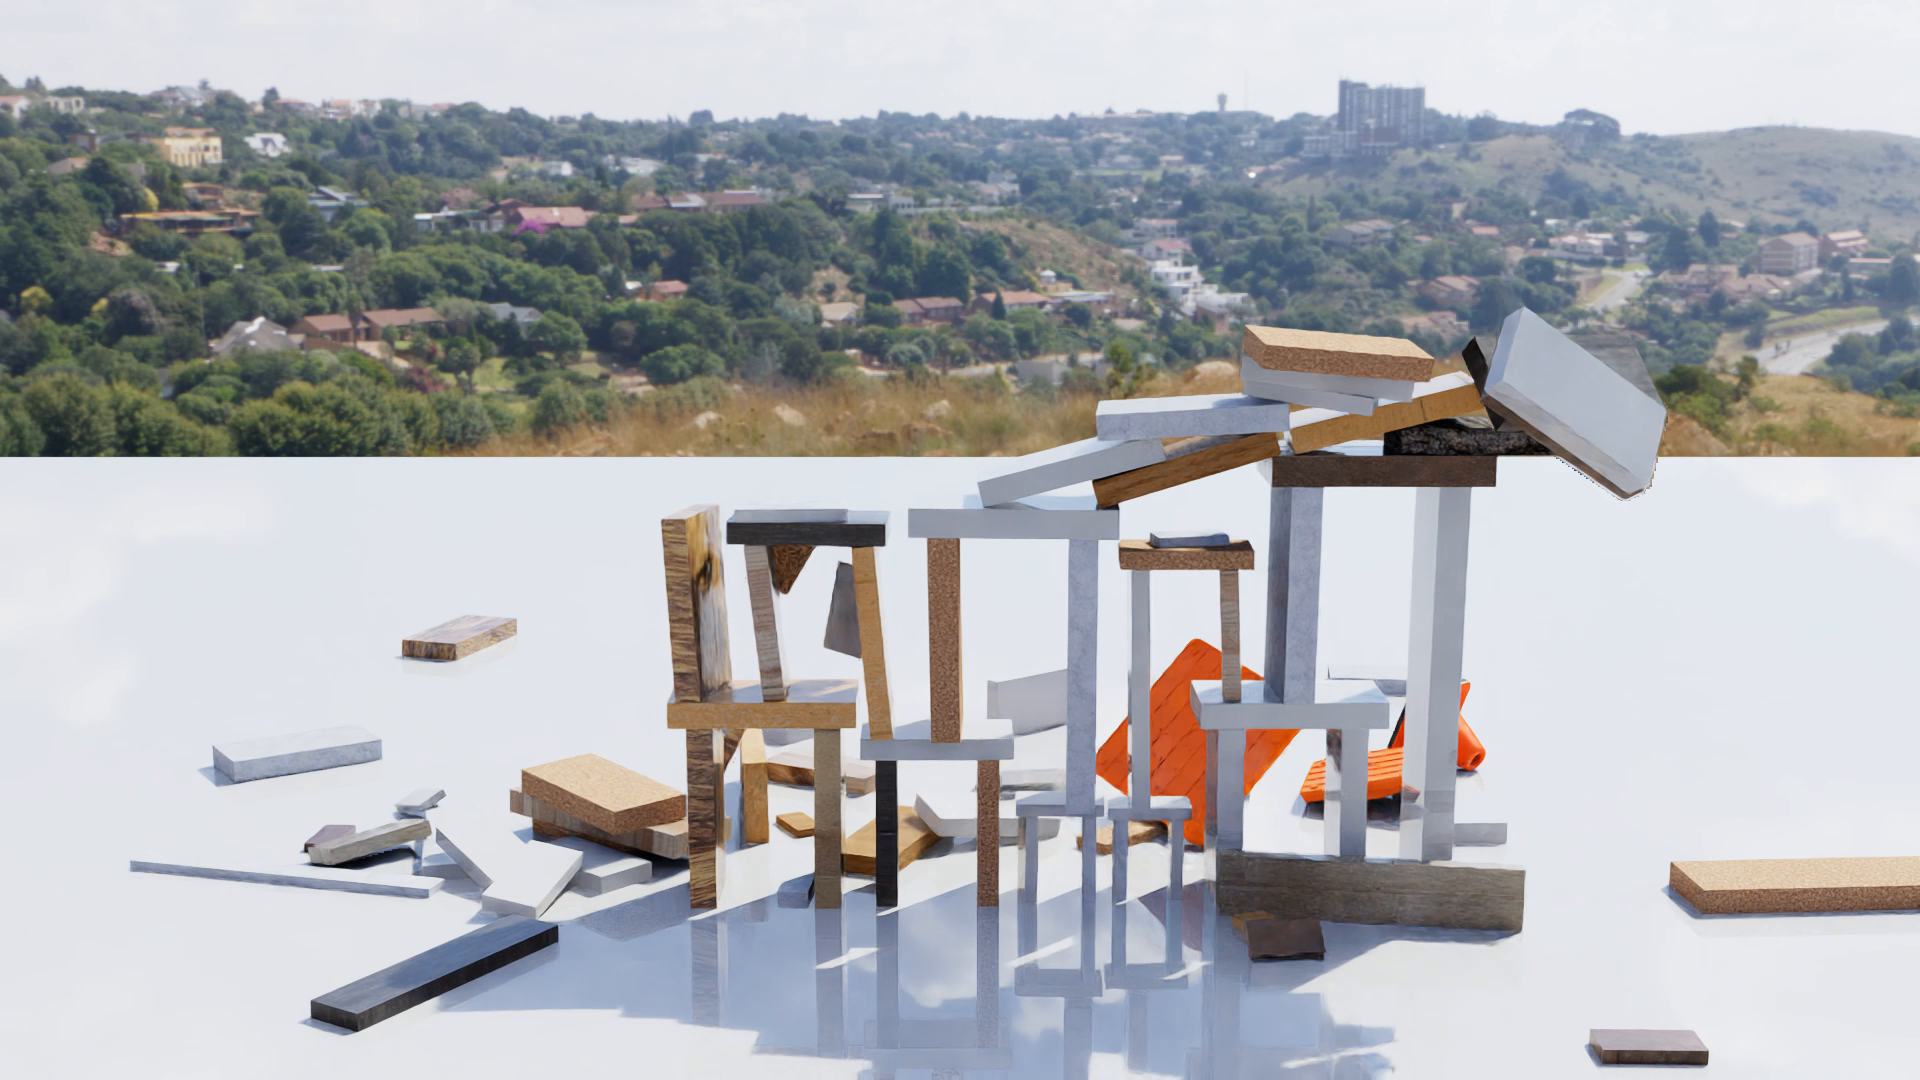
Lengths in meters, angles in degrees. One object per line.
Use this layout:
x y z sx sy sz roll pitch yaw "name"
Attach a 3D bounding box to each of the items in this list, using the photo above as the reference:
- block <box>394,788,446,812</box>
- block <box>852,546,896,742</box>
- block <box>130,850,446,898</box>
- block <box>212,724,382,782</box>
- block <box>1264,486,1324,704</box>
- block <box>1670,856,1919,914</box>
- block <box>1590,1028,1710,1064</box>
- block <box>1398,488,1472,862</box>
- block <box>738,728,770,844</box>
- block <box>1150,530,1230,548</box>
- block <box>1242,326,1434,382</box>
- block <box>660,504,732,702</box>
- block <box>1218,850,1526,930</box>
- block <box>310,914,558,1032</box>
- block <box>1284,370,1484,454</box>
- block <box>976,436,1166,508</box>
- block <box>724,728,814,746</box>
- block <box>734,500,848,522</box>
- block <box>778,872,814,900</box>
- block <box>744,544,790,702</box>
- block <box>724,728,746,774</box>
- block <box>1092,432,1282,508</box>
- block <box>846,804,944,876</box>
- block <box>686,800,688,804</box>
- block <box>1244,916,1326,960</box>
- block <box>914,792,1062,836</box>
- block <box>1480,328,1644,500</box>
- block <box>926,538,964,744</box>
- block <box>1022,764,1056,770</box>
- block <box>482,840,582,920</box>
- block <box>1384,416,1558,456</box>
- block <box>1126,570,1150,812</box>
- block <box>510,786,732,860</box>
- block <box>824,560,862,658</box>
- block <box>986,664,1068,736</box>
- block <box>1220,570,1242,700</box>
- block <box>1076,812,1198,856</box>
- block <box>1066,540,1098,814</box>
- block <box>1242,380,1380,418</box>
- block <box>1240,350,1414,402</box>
-1.002 0.483 4.083 0.054 0.015 0.109 -37 18 -35 "block"
-0.140 0.156 3.578 0.036 0.318 0.127 -5 10 1 "block"
-1.148 0.568 3.744 0.569 0.015 0.054 3 11 15 "block"
-1.333 0.427 4.428 0.296 0.042 0.148 -7 12 -33 "block"
0.541 0.074 3.574 0.050 0.353 0.176 0 11 -3 "block"
1.518 0.571 3.660 0.633 0.041 0.145 -1 11 -4 "block"
0.949 0.698 3.031 0.143 0.020 0.072 0 11 1 "block"
0.777 0.245 3.610 0.050 0.700 0.176 1 11 0 "block"
-0.387 0.432 4.110 0.042 0.148 0.398 -2 11 -7 "block"
0.372 -0.002 3.573 0.117 0.017 0.058 -2 11 -10 "block"
0.578 -0.286 3.377 0.264 0.037 0.132 4 18 -8 "block"
-0.428 0.100 3.585 0.042 0.297 0.149 -1 10 15 "block"
0.660 0.563 3.537 0.480 0.100 0.028 2 9 9 "block"
-0.780 0.645 3.301 0.095 0.027 0.417 6 12 31 "block"
0.670 -0.204 3.513 0.301 0.043 0.150 -14 10 5 "block"
0.178 -0.122 3.531 0.297 0.042 0.149 -14 10 5 "block"
-0.409 0.385 4.677 0.246 0.035 0.123 9 14 41 "block"
-0.271 -0.045 3.529 0.178 0.021 0.075 0 11 -4 "block"
-0.273 0.579 3.686 0.051 0.014 0.102 1 11 4 "block"
-0.314 0.122 3.583 0.036 0.254 0.127 -6 11 0 "block"
-0.432 0.403 3.980 0.027 0.191 0.095 25 -19 -2 "block"
0.360 -0.126 3.519 0.297 0.042 0.149 -17 10 7 "block"
-0.119 0.531 3.894 0.119 0.034 0.287 4 11 21 "block"
-0.521 0.505 4.089 0.051 0.014 0.102 2 11 11 "block"
0.500 0.614 3.391 0.117 0.059 0.017 -2 -31 -9 "block"
0.049 0.495 3.969 0.238 0.034 0.119 3 15 -24 "block"
0.926 -0.198 3.329 0.290 0.145 0.041 31 -30 -16 "block"
-0.023 0.147 3.585 0.047 0.334 0.167 -1 10 2 "block"
0.138 0.465 4.290 0.137 0.019 0.068 -7 12 -32 "block"
-0.704 0.560 3.628 0.094 0.027 0.188 11 23 11 "block"
0.843 -0.167 3.521 0.301 0.043 0.150 0 11 0 "block"
0.293 0.237 3.603 0.030 0.403 0.107 -1 11 1 "block"
-0.607 0.488 3.917 0.399 0.042 0.149 9 12 34 "block"
-0.180 0.116 3.680 0.075 0.150 0.021 15 9 29 "block"
0.163 0.340 4.677 0.246 0.123 0.035 -8 13 -38 "block"
0.441 0.144 3.578 0.030 0.213 0.107 -1 10 8 "block"
0.322 0.523 3.975 0.068 0.019 0.258 11 15 43 "block"
0.199 0.206 3.591 0.047 0.451 0.167 1 11 3 "block"
0.550 -0.233 3.434 0.201 0.028 0.100 11 18 14 "block"
0.570 -0.265 3.431 0.264 0.037 0.132 8 18 5 "block"
